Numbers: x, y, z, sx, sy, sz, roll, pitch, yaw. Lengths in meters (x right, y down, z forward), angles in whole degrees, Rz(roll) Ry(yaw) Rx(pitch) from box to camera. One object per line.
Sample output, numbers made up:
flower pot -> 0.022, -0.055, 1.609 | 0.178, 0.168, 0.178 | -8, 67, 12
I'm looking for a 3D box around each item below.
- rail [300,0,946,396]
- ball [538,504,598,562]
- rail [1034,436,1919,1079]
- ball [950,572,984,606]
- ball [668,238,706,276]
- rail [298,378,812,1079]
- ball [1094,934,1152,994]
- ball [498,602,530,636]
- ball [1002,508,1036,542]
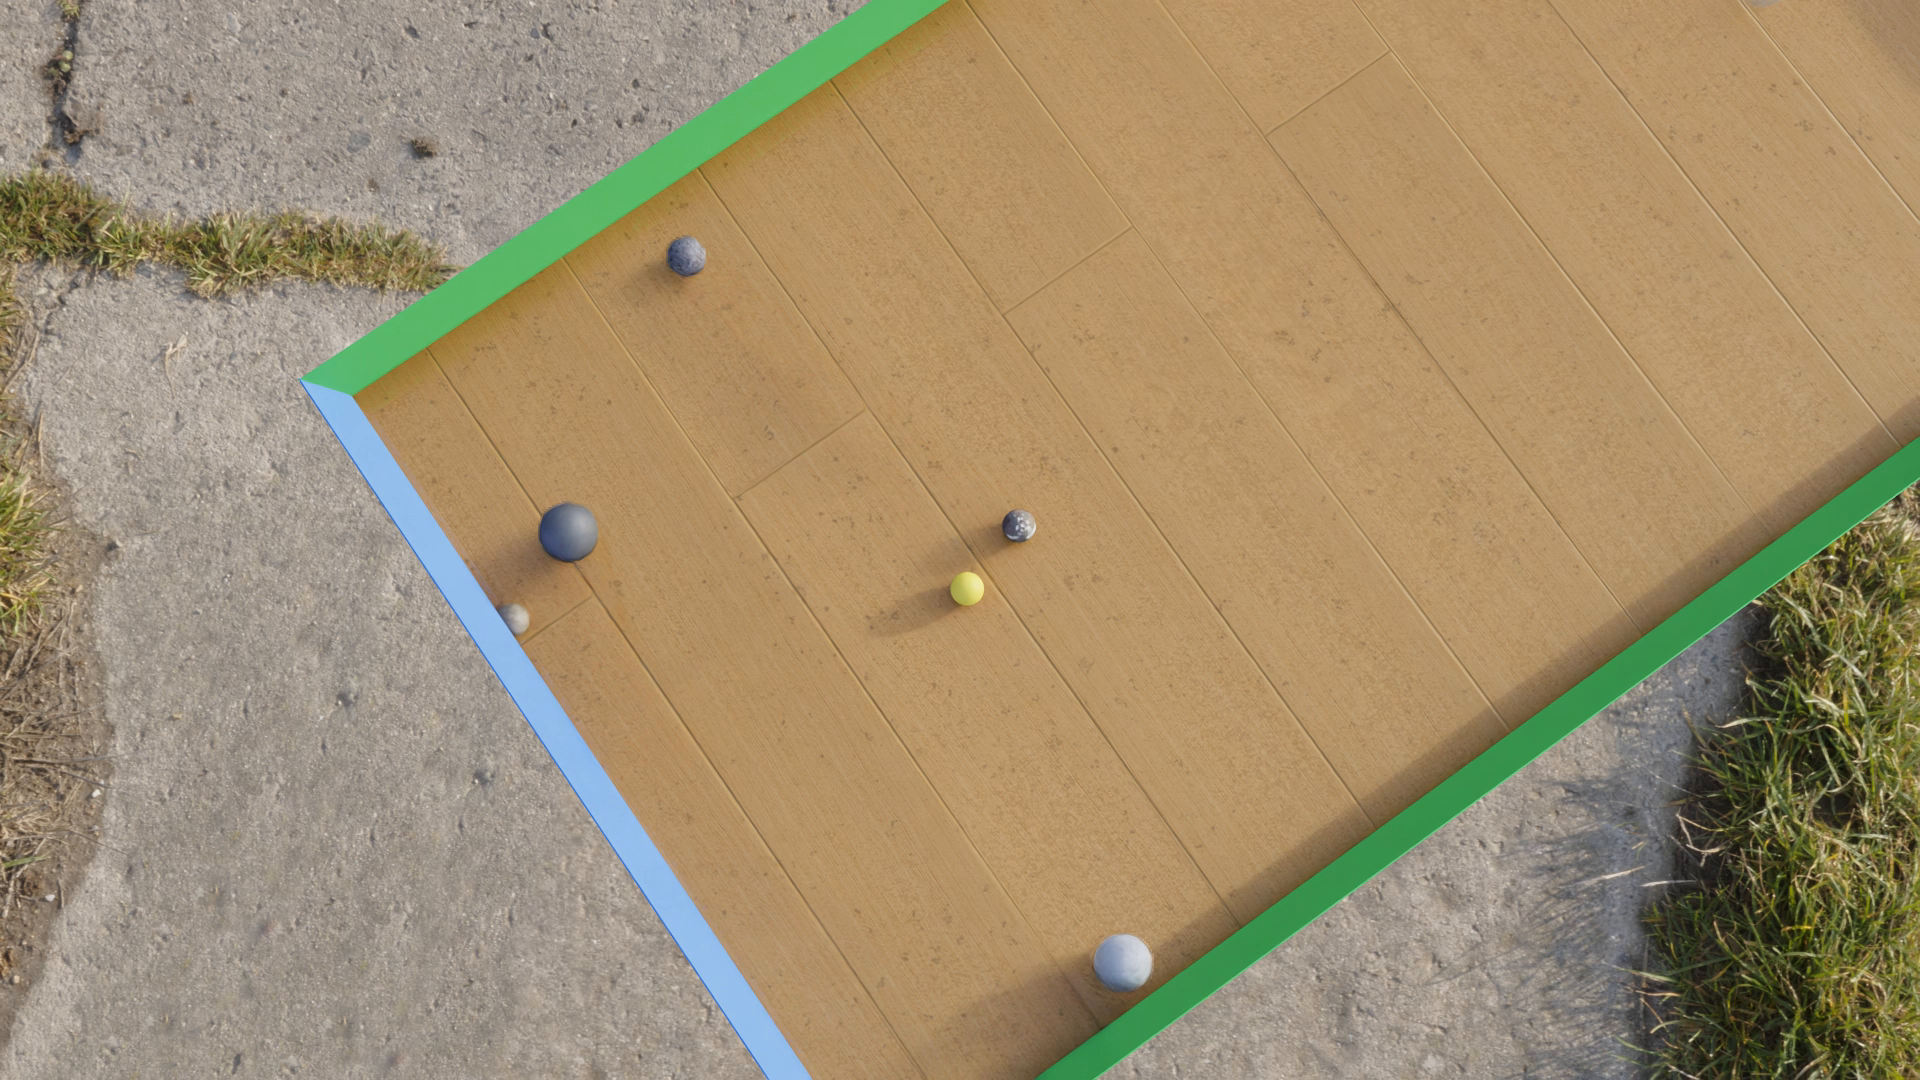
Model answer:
rail -> 0.131, -0.966, 3.429 | 2.675, 0.114, 0.045 | -35, 82, -6
ball -> -0.583, -0.011, 3.276 | 0.088, 0.088, 0.088 | 0, 80, 0
rail -> 0.963, 0.198, 3.225 | 2.675, 0.114, 0.045 | -35, 82, -6
ball -> 0.011, 0.073, 3.280 | 0.051, 0.051, 0.051 | 0, 80, 0
ball -> -0.418, -0.433, 3.364 | 0.060, 0.060, 0.060 | 0, 80, 0
rail -> -0.527, 0.361, 3.196 | 0.045, 0.114, 1.493 | -35, 82, -6
ball -> 0.235, 0.610, 3.169 | 0.084, 0.084, 0.084 | 0, 80, 0
ball -> -0.666, 0.119, 3.272 | 0.051, 0.051, 0.051 | 0, 80, 0
ball -> 0.089, -0.021, 3.296 | 0.051, 0.051, 0.051 | 0, 80, 0
